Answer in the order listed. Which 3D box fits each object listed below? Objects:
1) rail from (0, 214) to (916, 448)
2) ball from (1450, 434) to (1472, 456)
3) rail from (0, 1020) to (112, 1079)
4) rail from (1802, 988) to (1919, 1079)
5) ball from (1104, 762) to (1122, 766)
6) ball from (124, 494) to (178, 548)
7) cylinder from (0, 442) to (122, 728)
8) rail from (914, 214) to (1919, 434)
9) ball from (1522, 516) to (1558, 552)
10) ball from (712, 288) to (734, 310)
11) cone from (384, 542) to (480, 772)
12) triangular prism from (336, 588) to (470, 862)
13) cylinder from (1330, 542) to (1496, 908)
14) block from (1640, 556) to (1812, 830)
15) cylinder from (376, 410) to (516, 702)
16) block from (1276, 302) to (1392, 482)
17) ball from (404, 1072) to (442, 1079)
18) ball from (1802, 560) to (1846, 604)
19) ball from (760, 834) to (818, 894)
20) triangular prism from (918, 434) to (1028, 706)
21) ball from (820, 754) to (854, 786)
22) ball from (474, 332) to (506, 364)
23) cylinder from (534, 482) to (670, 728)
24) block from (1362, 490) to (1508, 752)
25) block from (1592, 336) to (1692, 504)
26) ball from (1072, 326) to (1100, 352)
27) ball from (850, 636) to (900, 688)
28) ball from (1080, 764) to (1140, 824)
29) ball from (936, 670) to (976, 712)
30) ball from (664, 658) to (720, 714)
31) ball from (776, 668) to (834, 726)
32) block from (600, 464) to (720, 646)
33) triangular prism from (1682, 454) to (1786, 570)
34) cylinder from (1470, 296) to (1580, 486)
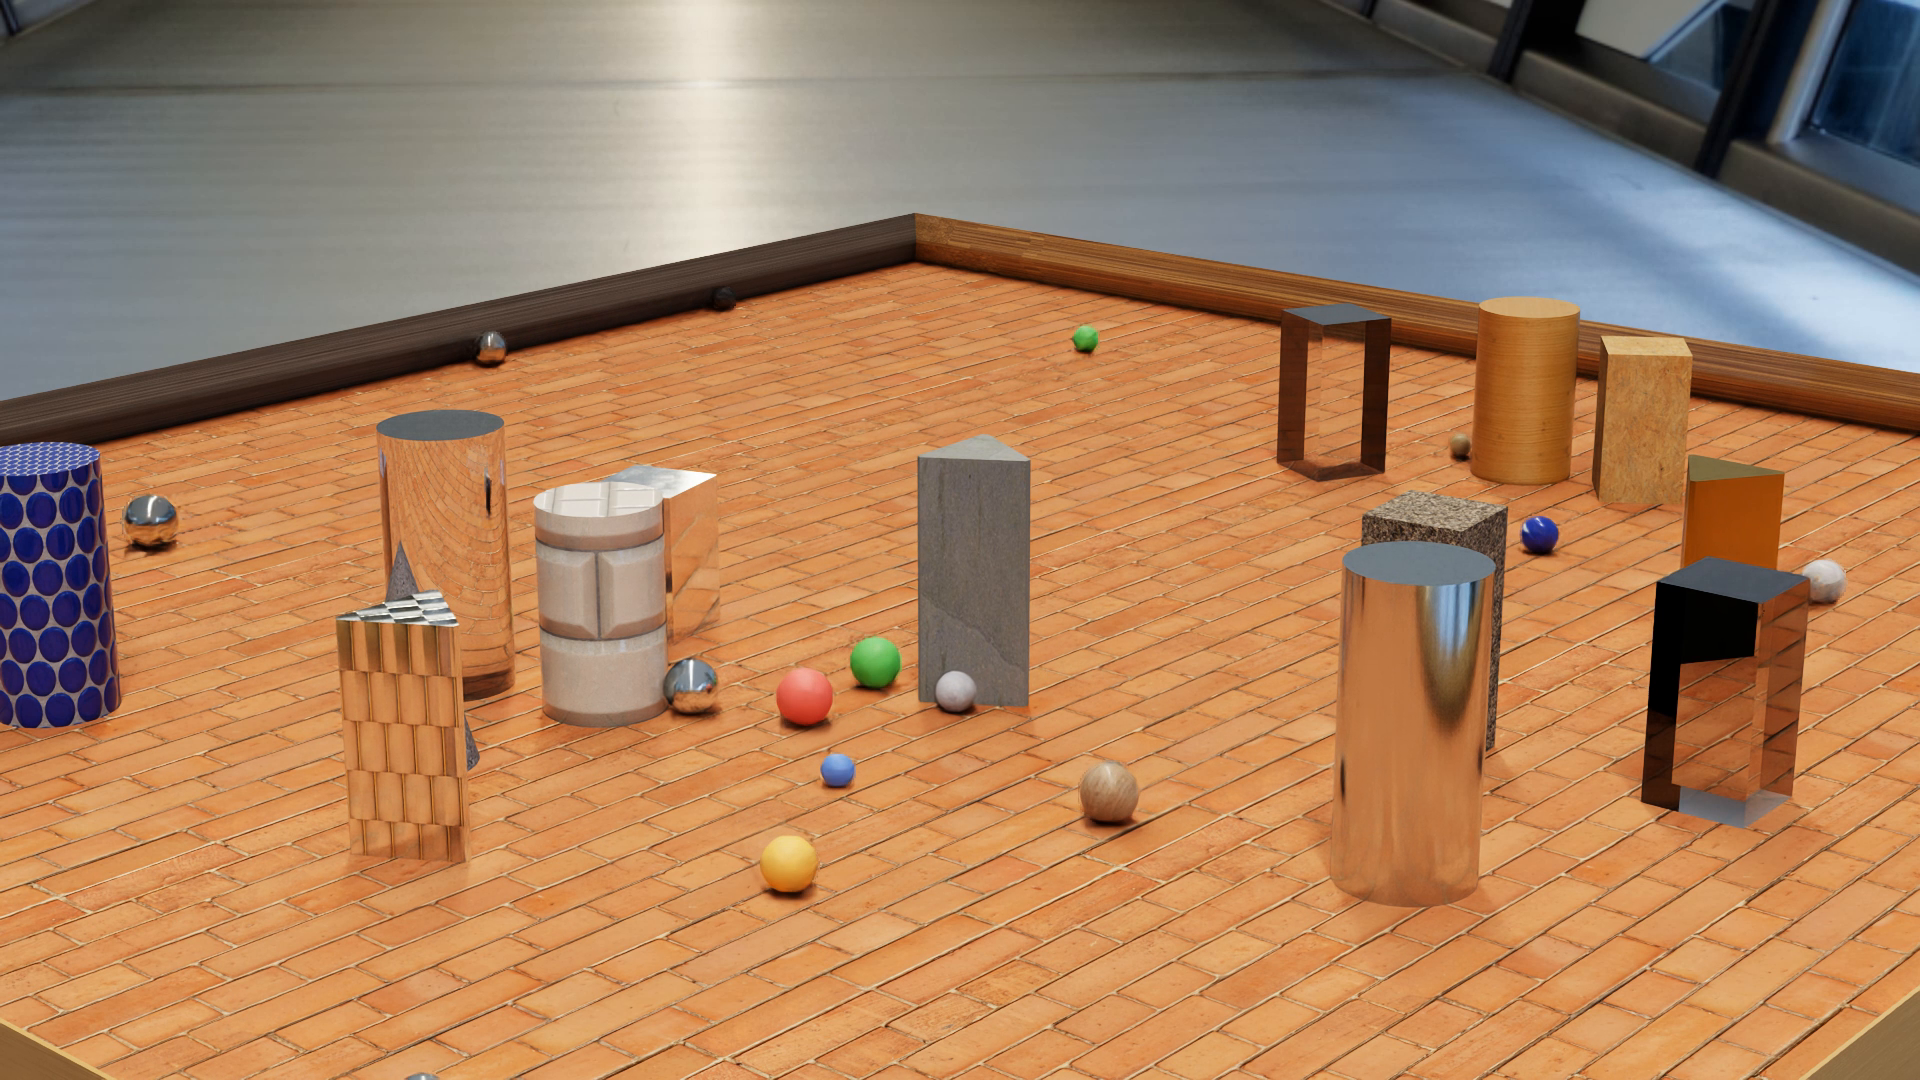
[{"bbox_3d":[-1.522,-0.349,6.386,0.045,0.128,4.325,14,22,39],"label":"rail"},{"bbox_3d":[1.027,-0.193,6.016,0.045,0.045,0.045,0,17,0],"label":"ball"},{"bbox_3d":[-1.402,0.498,3.574,4.080,0.128,0.045,14,22,39],"label":"rail"},{"bbox_3d":[1.522,0.414,3.854,0.045,0.128,4.325,14,22,39],"label":"rail"},{"bbox_3d":[0.217,0.346,4.212,0.054,0.054,0.054,0,17,0],"label":"ball"},{"bbox_3d":[-1.489,-0.034,5.396,0.099,0.099,0.099,0,17,0],"label":"ball"},{"bbox_3d":[-1.414,0.068,4.531,0.198,0.401,0.198,0,17,0],"label":"cylinder"},{"bbox_3d":[1.402,-0.434,6.666,4.080,0.128,0.045,14,22,39],"label":"rail"},{"bbox_3d":[1.062,-0.010,5.369,0.068,0.068,0.068,0,17,0],"label":"ball"},{"bbox_3d":[-0.595,-0.605,7.361,0.057,0.057,0.057,0,17,0],"label":"ball"},{"bbox_3d":[-0.814,0.163,4.313,0.198,0.345,0.198,0,17,0],"label":"cone"},{"bbox_3d":[-0.739,0.251,4.031,0.171,0.340,0.148,3,17,10],"label":"triangular prism"},{"bbox_3d":[0.597,0.242,3.881,0.198,0.443,0.198,0,17,0],"label":"cylinder"},{"bbox_3d":[1.088,0.214,4.167,0.158,0.332,0.158,13,21,38],"label":"block"},{"bbox_3d":[-0.811,0.024,4.636,0.198,0.425,0.198,0,17,0],"label":"cylinder"},{"bbox_3d":[0.750,-0.298,5.889,0.158,0.319,0.158,-8,18,-24],"label":"block"},{"bbox_3d":[-0.598,0.626,3.262,0.066,0.066,0.066,0,17,0],"label":"ball"},{"bbox_3d":[1.496,0.071,5.085,0.076,0.076,0.076,0,17,0],"label":"ball"},{"bbox_3d":[-0.227,0.430,3.893,0.077,0.077,0.077,0,17,0],"label":"ball"},{"bbox_3d":[0.030,0.045,4.613,0.171,0.399,0.148,2,17,7],"label":"triangular prism"},{"bbox_3d":[-0.178,0.334,4.261,0.048,0.048,0.048,0,17,0],"label":"ball"},{"bbox_3d":[-1.090,-0.444,6.794,0.075,0.075,0.075,0,17,0],"label":"ball"},{"bbox_3d":[-0.554,0.098,4.544,0.198,0.336,0.198,0,17,0],"label":"cylinder"},{"bbox_3d":[0.696,0.137,4.346,0.158,0.377,0.158,11,20,33],"label":"block"},{"bbox_3d":[1.329,-0.235,5.721,0.158,0.295,0.158,2,17,7],"label":"block"},{"bbox_3d":[0.297,-0.474,6.919,0.062,0.062,0.062,0,17,0],"label":"ball"},{"bbox_3d":[-0.135,0.195,4.666,0.081,0.081,0.081,0,17,0],"label":"ball"},{"bbox_3d":[0.211,0.356,4.125,0.084,0.084,0.084,0,17,0],"label":"ball"},{"bbox_3d":[-0.006,0.236,4.559,0.064,0.064,0.064,0,17,0],"label":"ball"},{"bbox_3d":[-0.416,0.227,4.550,0.087,0.087,0.087,0,17,0],"label":"ball"},{"bbox_3d":[-0.239,0.240,4.502,0.088,0.088,0.088,0,17,0],"label":"ball"},{"bbox_3d":[-0.514,0.023,4.934,0.158,0.255,0.158,8,18,24],"label":"block"},{"bbox_3d":[1.242,0.020,4.870,0.171,0.298,0.148,-5,18,-17],"label":"triangular prism"},{"bbox_3d":[1.128,-0.298,5.854,0.198,0.340,0.198,0,17,0],"label":"cylinder"}]
